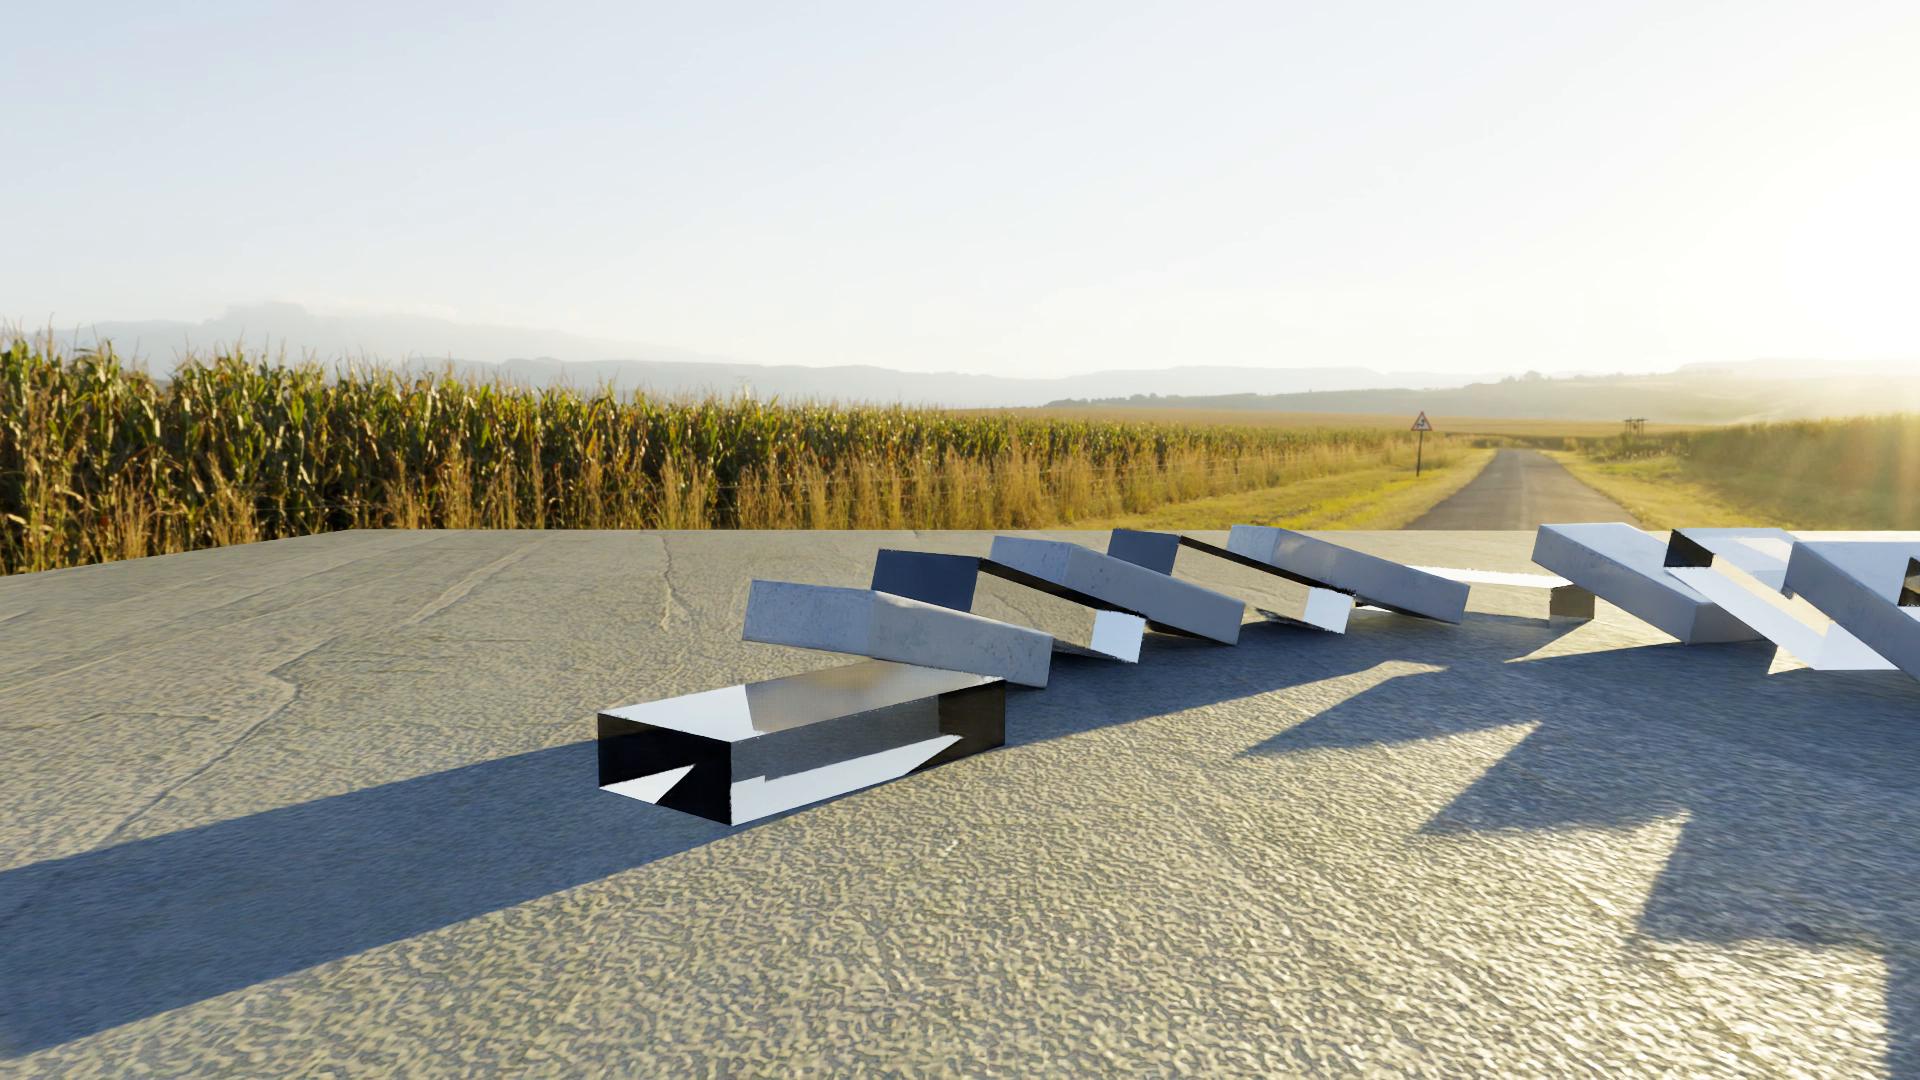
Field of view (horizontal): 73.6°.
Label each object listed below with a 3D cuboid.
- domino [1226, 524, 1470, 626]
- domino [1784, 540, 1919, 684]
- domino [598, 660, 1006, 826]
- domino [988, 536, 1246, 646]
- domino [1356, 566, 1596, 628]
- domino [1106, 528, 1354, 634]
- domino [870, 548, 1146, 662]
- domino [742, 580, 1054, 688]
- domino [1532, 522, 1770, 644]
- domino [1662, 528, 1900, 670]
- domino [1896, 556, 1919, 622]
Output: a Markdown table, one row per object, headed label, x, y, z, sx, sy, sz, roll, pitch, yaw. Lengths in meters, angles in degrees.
| label | x | y | z | sx | sy | sz | roll | pitch | yaw |
| --- | --- | --- | --- | --- | --- | --- | --- | --- | --- |
| domino | 0.091 | 0.008 | 0.303 | 0.050 | 0.010 | 0.025 | 16 | -1 | -13 |
| domino | 0.175 | 0.014 | 0.230 | 0.025 | 0.010 | 0.050 | 0 | 21 | 3 |
| domino | -0.019 | 0.025 | 0.170 | 0.025 | 0.009 | 0.050 | 4 | 6 | 39 |
| domino | 0.033 | 0.011 | 0.267 | 0.050 | 0.009 | 0.025 | 18 | -7 | -34 |
| domino | 0.128 | 0.014 | 0.322 | 0.025 | 0.010 | 0.050 | -4 | 6 | -41 |
| domino | 0.060 | 0.009 | 0.287 | 0.050 | 0.010 | 0.025 | 17 | -4 | -27 |
| domino | 0.010 | 0.013 | 0.241 | 0.025 | 0.009 | 0.050 | 4 | -11 | 43 |
| domino | -0.009 | 0.016 | 0.211 | 0.025 | 0.010 | 0.050 | 3 | -9 | 36 |
| domino | 0.160 | 0.009 | 0.296 | 0.025 | 0.010 | 0.050 | -1 | 20 | -16 |
| domino | 0.172 | 0.011 | 0.264 | 0.025 | 0.010 | 0.050 | 0 | 21 | -4 |
| domino | 0.173 | 0.016 | 0.196 | 0.025 | 0.009 | 0.050 | 0 | 21 | 4 |
